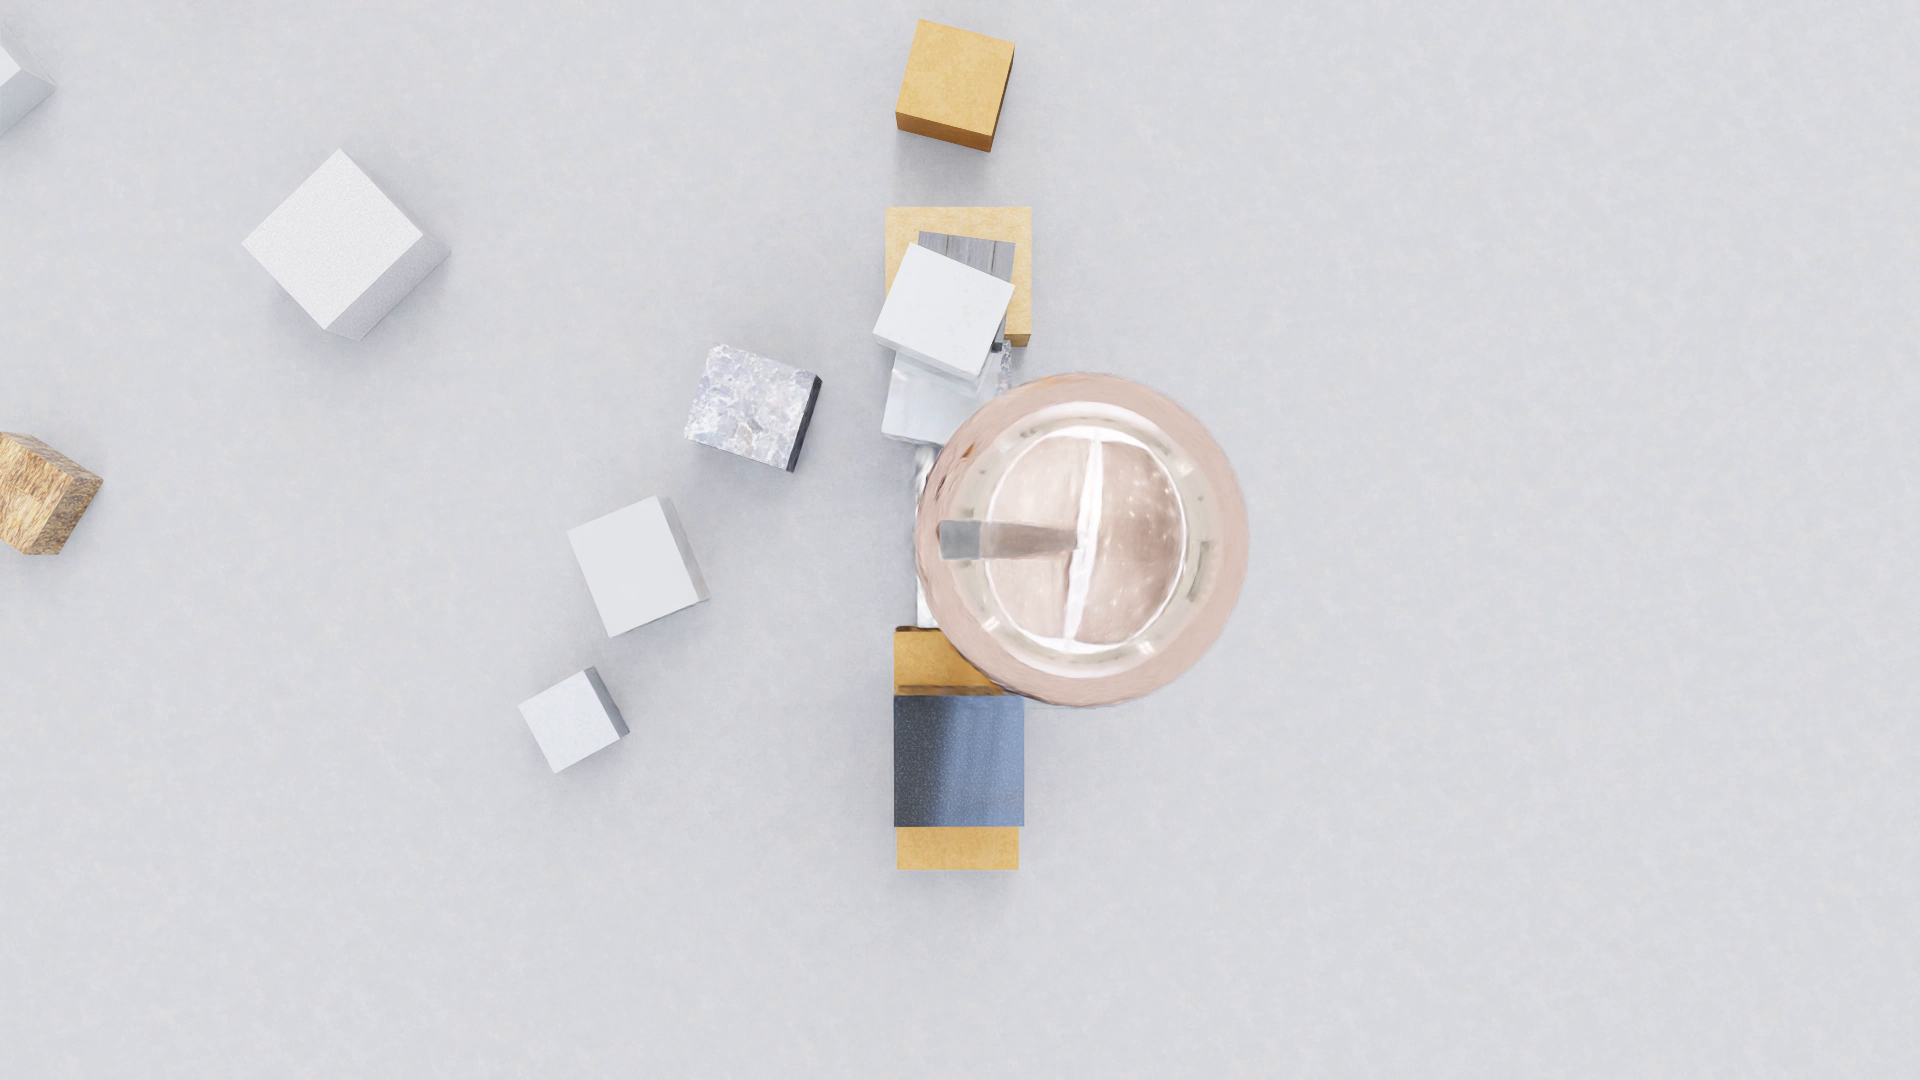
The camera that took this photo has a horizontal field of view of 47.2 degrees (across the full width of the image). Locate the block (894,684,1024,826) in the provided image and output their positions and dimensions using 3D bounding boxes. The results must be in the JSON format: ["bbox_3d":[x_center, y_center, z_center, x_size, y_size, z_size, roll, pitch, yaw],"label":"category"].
[{"bbox_3d":[-0.005,1.169,12.008,0.695,0.599,0.701,0,92,0],"label":"block"}]

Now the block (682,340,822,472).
[{"bbox_3d":[-1.188,-0.759,12.698,0.610,0.603,0.568,18,90,0],"label":"block"}]

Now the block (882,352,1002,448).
[{"bbox_3d":[-0.100,-0.792,12.173,0.566,0.518,0.534,11,89,0],"label":"block"}]

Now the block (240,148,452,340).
[{"bbox_3d":[-3.512,-1.684,12.649,0.766,0.702,0.673,-44,90,0],"label":"block"}]

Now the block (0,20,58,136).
[{"bbox_3d":[-5.734,-2.711,12.748,0.563,0.504,0.568,-40,90,0],"label":"block"}]

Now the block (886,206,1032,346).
[{"bbox_3d":[-0.009,-1.495,12.595,0.807,0.810,0.704,0,90,0],"label":"block"}]

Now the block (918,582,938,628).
[{"bbox_3d":[0.018,0.230,12.750,0.516,0.501,0.538,0,90,0],"label":"block"}]

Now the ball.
[{"bbox_3d":[0.579,0.000,10.483,1.600,1.600,1.600,0,90,0],"label":"ball"}]

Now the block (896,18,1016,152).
[{"bbox_3d":[-0.027,-2.622,12.727,0.564,0.546,0.544,14,90,0],"label":"block"}]

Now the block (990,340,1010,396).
[{"bbox_3d":[0.008,-0.872,12.717,0.558,0.565,0.521,0,90,0],"label":"block"}]

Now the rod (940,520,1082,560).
[{"bbox_3d":[0.251,0.000,7.099,0.080,5.200,0.080,0,90,6],"label":"rod"}]

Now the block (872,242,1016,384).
[{"bbox_3d":[-0.081,-1.165,11.375,0.575,0.552,0.496,23,90,0],"label":"block"}]

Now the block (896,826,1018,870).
[{"bbox_3d":[-0.012,1.509,12.659,0.683,0.682,0.675,0,90,0],"label":"block"}]

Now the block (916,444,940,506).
[{"bbox_3d":[0.001,-0.325,12.715,0.505,0.570,0.552,0,90,0],"label":"block"}]

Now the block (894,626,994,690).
[{"bbox_3d":[-0.031,0.836,12.654,0.670,0.692,0.653,0,90,0],"label":"block"}]

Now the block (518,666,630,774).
[{"bbox_3d":[-2.240,1.042,12.796,0.425,0.407,0.445,-28,90,0],"label":"block"}]

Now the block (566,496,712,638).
[{"bbox_3d":[-1.842,0.148,12.687,0.545,0.626,0.646,-22,90,0],"label":"block"}]

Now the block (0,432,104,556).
[{"bbox_3d":[-5.412,-0.269,12.775,0.510,0.449,0.518,32,90,0],"label":"block"}]

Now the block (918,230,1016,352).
[{"bbox_3d":[0.007,-1.341,11.921,0.516,0.539,0.534,7,90,0],"label":"block"}]
